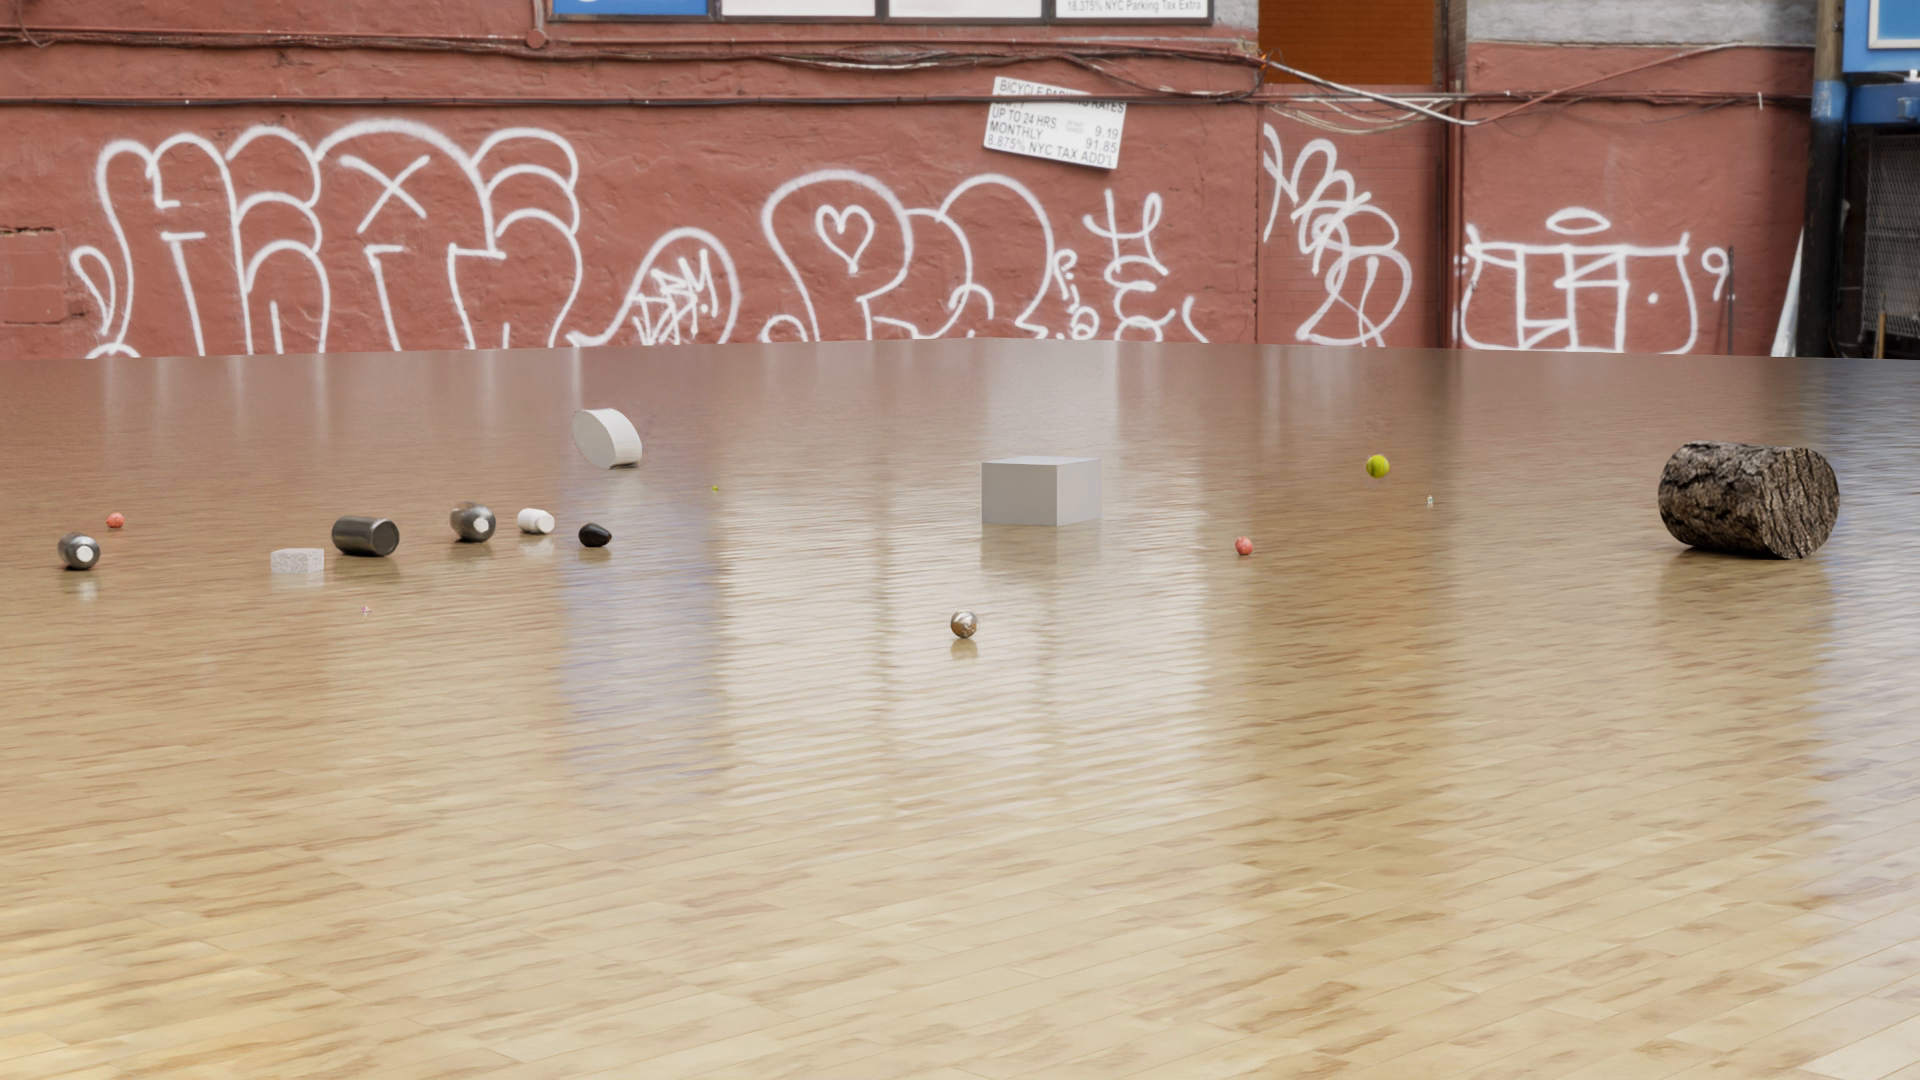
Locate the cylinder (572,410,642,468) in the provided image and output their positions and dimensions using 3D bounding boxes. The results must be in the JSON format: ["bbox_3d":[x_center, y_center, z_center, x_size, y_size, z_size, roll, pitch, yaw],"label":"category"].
[{"bbox_3d":[-1.215,-0.350,8.849,0.127,0.223,0.179,-37,-9,22],"label":"cylinder"}]

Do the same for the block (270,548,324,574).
[{"bbox_3d":[-1.484,0.046,5.747,0.086,0.045,0.093,1,6,8],"label":"block"}]

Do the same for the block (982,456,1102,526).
[{"bbox_3d":[0.223,-0.134,6.929,0.223,0.162,0.283,3,7,28],"label":"block"}]

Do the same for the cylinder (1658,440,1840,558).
[{"bbox_3d":[1.876,-0.100,6.114,0.259,0.261,0.329,-23,15,-22],"label":"cylinder"}]

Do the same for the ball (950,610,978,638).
[{"bbox_3d":[0.008,0.153,4.680,0.052,0.052,0.052,0,6,0],"label":"ball"}]
